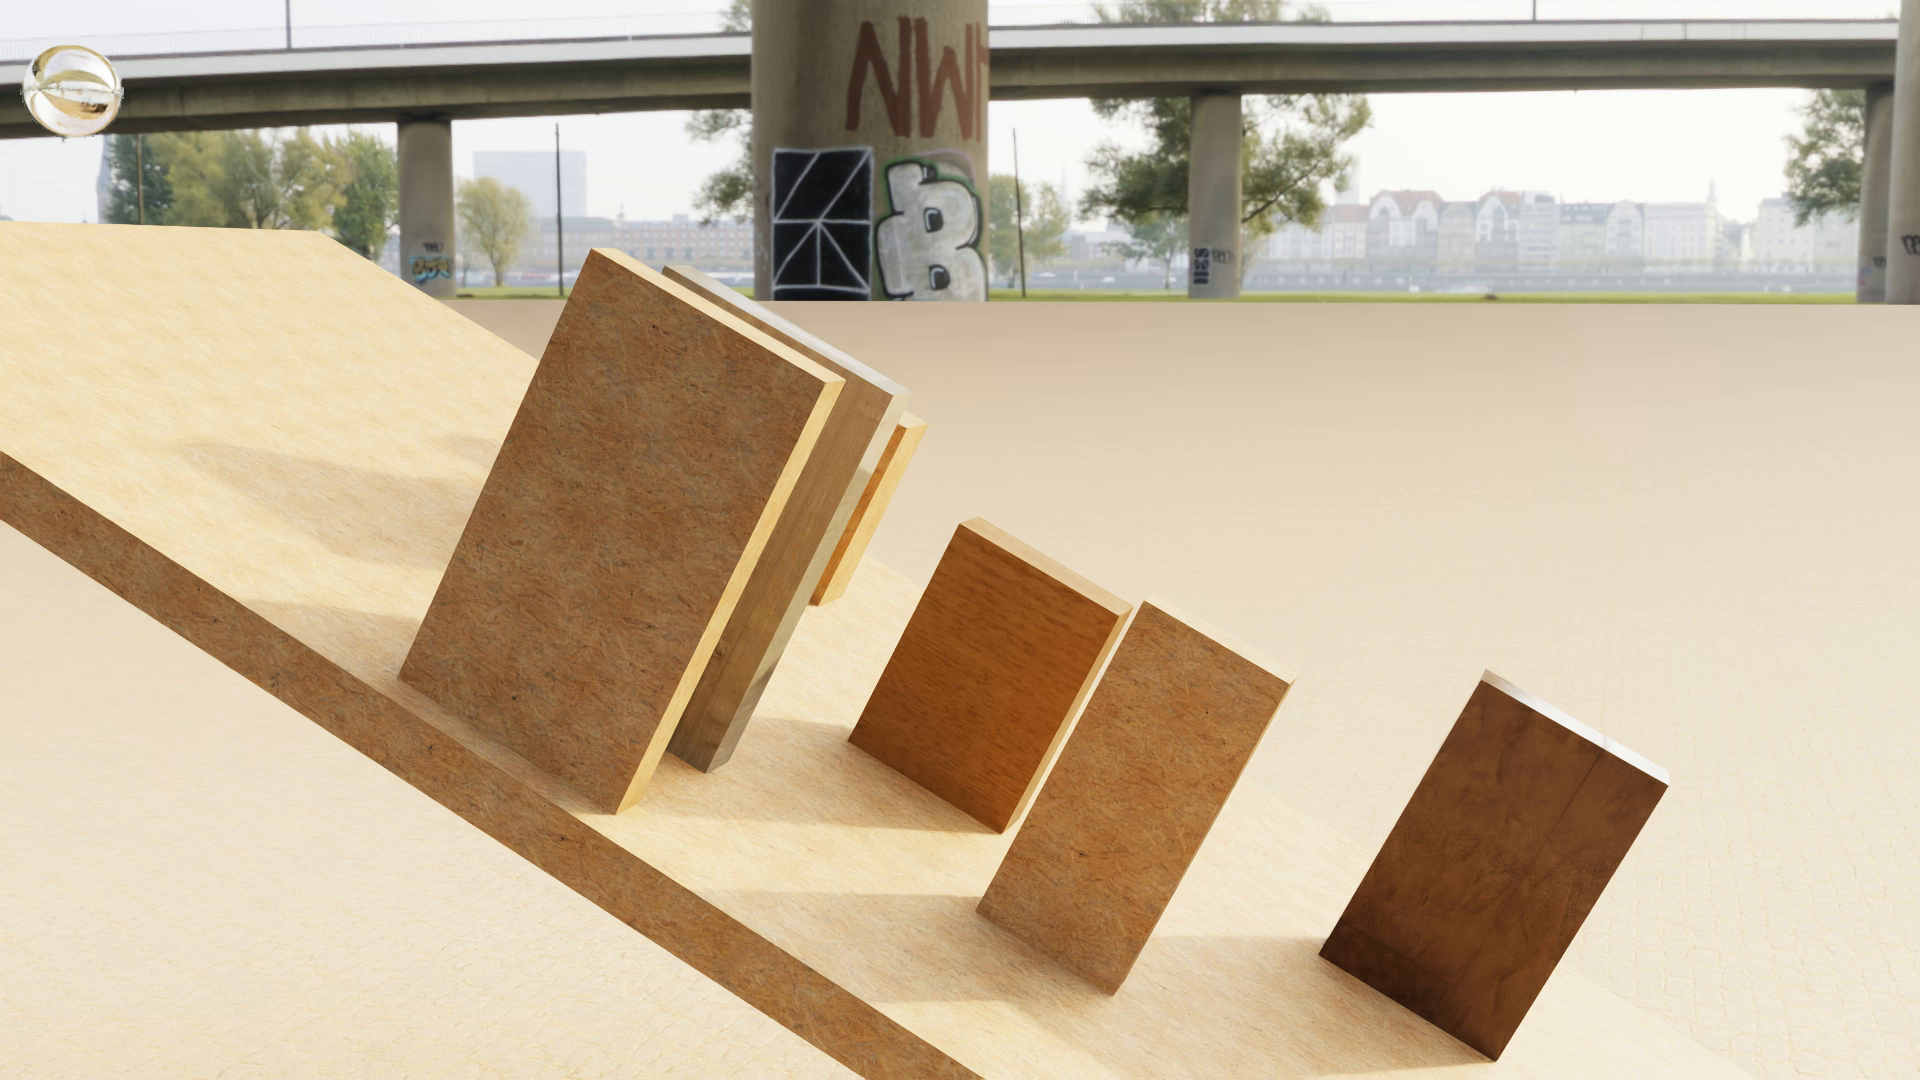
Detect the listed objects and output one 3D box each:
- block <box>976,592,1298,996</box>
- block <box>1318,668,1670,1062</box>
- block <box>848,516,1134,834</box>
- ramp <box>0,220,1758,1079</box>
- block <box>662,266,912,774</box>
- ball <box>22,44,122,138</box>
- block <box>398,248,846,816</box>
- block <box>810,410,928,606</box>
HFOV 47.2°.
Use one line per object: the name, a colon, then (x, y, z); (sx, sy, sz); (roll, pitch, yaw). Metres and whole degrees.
block: (0.278, 0.407, 3.512); (0.260, 0.590, 0.089); (30, 14, 12)
block: (0.983, 0.601, 4.074); (0.374, 0.611, 0.117); (30, 14, 12)
block: (0.054, 0.242, 3.963); (0.329, 0.458, 0.118); (30, 14, 12)
ramp: (-0.223, 0.371, 4.148); (4.000, 0.100, 2.000); (30, 14, 12)
block: (-0.426, -0.033, 3.567); (0.431, 0.698, 0.098); (30, 14, 12)
ball: (-1.678, -0.850, 4.159); (0.173, 0.173, 0.173); (0, 7, 0)
block: (-0.511, -0.011, 3.260); (0.407, 0.731, 0.083); (30, 14, 12)
block: (-0.307, -0.125, 4.672); (0.295, 0.429, 0.145); (30, 14, 12)
